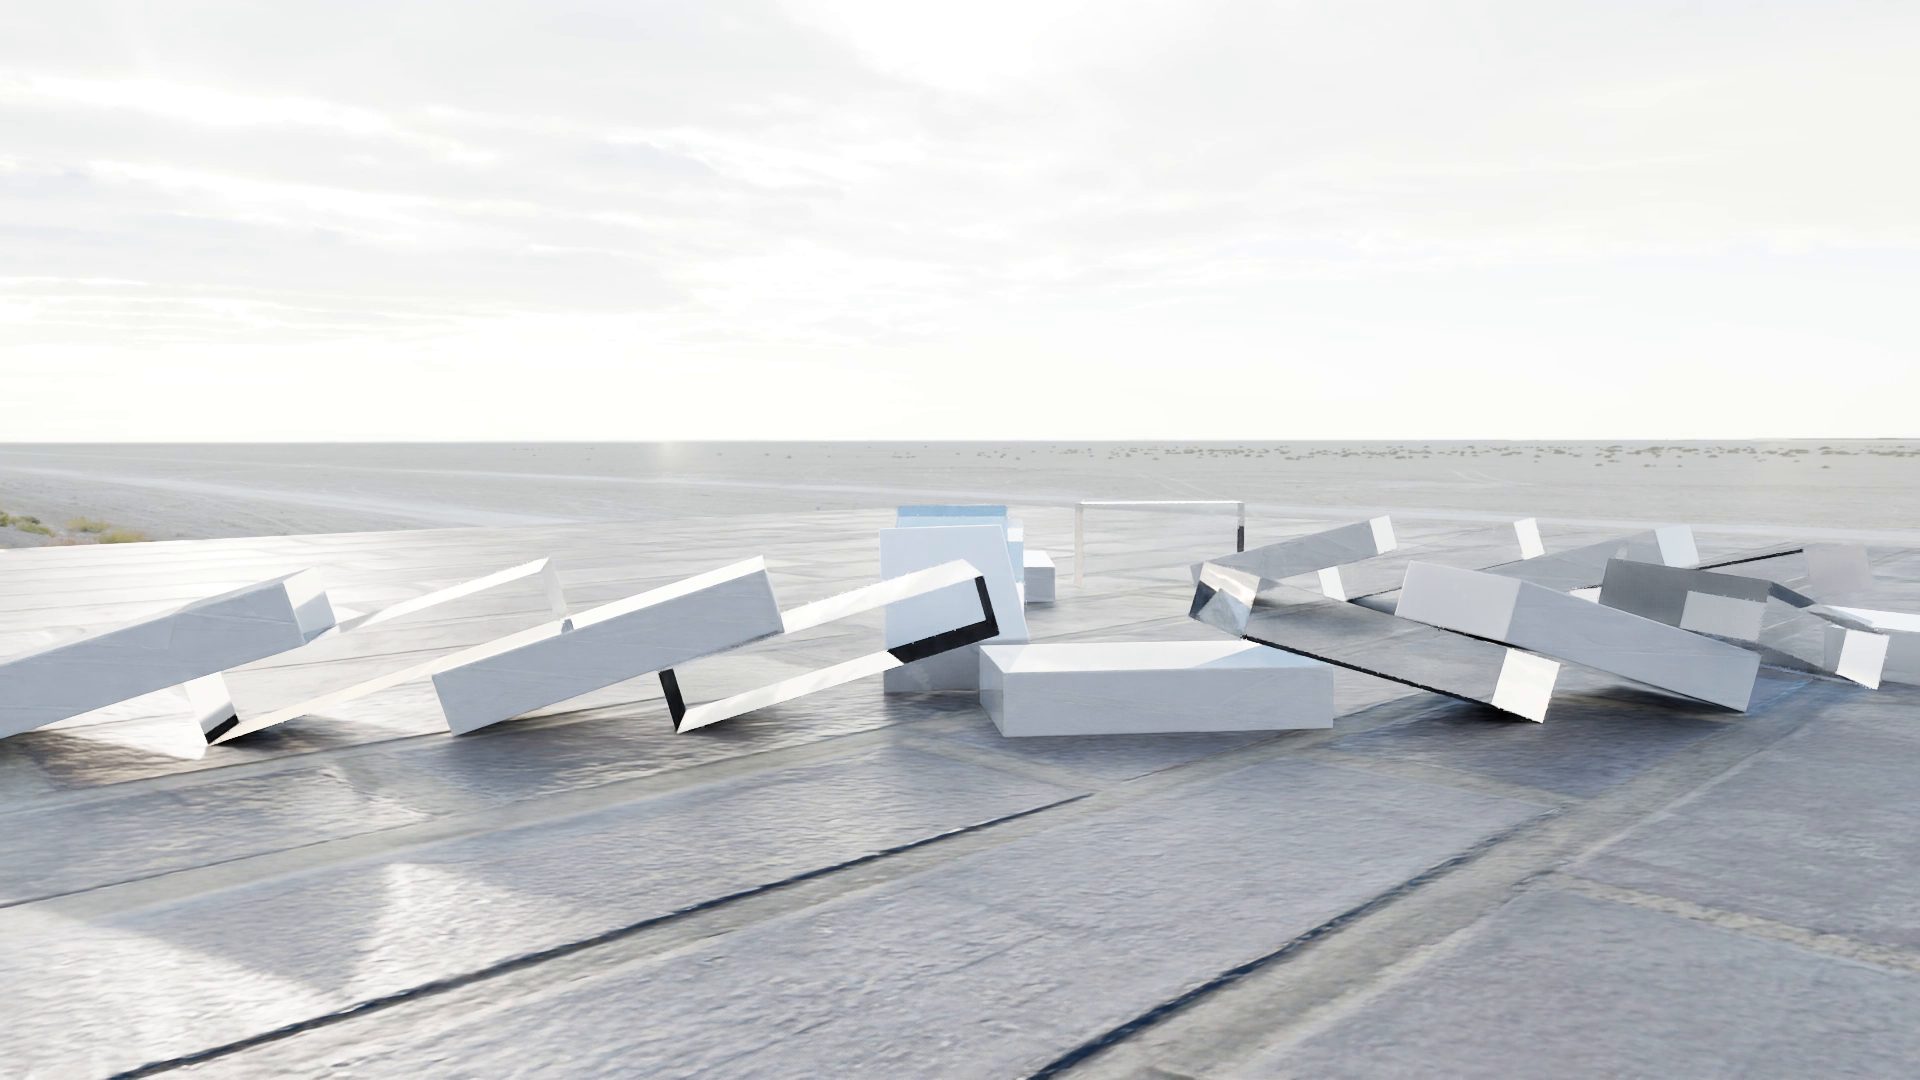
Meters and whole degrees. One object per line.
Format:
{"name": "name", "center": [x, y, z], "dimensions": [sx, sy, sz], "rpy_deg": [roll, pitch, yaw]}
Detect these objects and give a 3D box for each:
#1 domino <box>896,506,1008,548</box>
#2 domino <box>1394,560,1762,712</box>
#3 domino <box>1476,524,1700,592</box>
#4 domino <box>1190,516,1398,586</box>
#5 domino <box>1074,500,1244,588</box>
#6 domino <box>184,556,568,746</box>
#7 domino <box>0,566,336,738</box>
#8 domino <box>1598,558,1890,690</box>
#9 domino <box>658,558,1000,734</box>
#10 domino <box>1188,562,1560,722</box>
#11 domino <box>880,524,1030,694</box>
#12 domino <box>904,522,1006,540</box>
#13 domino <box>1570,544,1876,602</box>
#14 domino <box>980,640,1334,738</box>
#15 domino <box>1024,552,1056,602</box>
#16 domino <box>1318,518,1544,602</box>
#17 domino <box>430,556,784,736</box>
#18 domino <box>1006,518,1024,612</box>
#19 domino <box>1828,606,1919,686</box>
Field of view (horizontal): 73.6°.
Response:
{"name": "domino", "center": [-0.002, 0.006, 0.277], "dimensions": [0.025, 0.009, 0.050], "rpy_deg": [0, 23, 1]}
{"name": "domino", "center": [0.099, 0.015, 0.207], "dimensions": [0.050, 0.009, 0.025], "rpy_deg": [15, 1, -20]}
{"name": "domino", "center": [0.146, 0.008, 0.308], "dimensions": [0.025, 0.009, 0.050], "rpy_deg": [-4, -11, -45]}
{"name": "domino", "center": [0.092, 0.005, 0.353], "dimensions": [0.050, 0.010, 0.025], "rpy_deg": [-16, -4, 29]}
{"name": "domino", "center": [0.060, 0.001, 0.386], "dimensions": [0.050, 0.025, 0.009], "rpy_deg": [-1, 4, -9]}
{"name": "domino", "center": [-0.087, 0.016, 0.198], "dimensions": [0.050, 0.009, 0.025], "rpy_deg": [-18, 8, -12]}
{"name": "domino", "center": [-0.121, 0.017, 0.187], "dimensions": [0.050, 0.009, 0.025], "rpy_deg": [-18, 9, -15]}
{"name": "domino", "center": [0.134, 0.014, 0.218], "dimensions": [0.050, 0.009, 0.025], "rpy_deg": [15, -1, -36]}
{"name": "domino", "center": [-0.021, 0.016, 0.203], "dimensions": [0.050, 0.009, 0.025], "rpy_deg": [-17, 7, -5]}
{"name": "domino", "center": [0.065, 0.016, 0.204], "dimensions": [0.050, 0.010, 0.025], "rpy_deg": [16, 2, -9]}
{"name": "domino", "center": [-0.002, 0.012, 0.241], "dimensions": [0.025, 0.009, 0.050], "rpy_deg": [-2, 23, -3]}
{"name": "domino", "center": [-0.002, 0.009, 0.299], "dimensions": [0.025, 0.009, 0.050], "rpy_deg": [0, 21, 1]}
{"name": "domino", "center": [0.163, 0.011, 0.277], "dimensions": [0.025, 0.009, 0.050], "rpy_deg": [-3, -10, -32]}
{"name": "domino", "center": [0.030, 0.023, 0.201], "dimensions": [0.050, 0.009, 0.025], "rpy_deg": [-1, 4, -7]}
{"name": "domino", "center": [0.013, 0.010, 0.371], "dimensions": [0.025, 0.009, 0.050], "rpy_deg": [0, 4, 0]}
{"name": "domino", "center": [0.122, 0.006, 0.334], "dimensions": [0.050, 0.009, 0.025], "rpy_deg": [-17, -6, 34]}
{"name": "domino", "center": [-0.053, 0.016, 0.201], "dimensions": [0.050, 0.009, 0.025], "rpy_deg": [-18, 7, -8]}
{"name": "domino", "center": [0.004, 0.007, 0.333], "dimensions": [0.025, 0.010, 0.050], "rpy_deg": [0, 19, 2]}
{"name": "domino", "center": [0.175, 0.020, 0.240], "dimensions": [0.025, 0.009, 0.050], "rpy_deg": [-2, 5, -28]}
